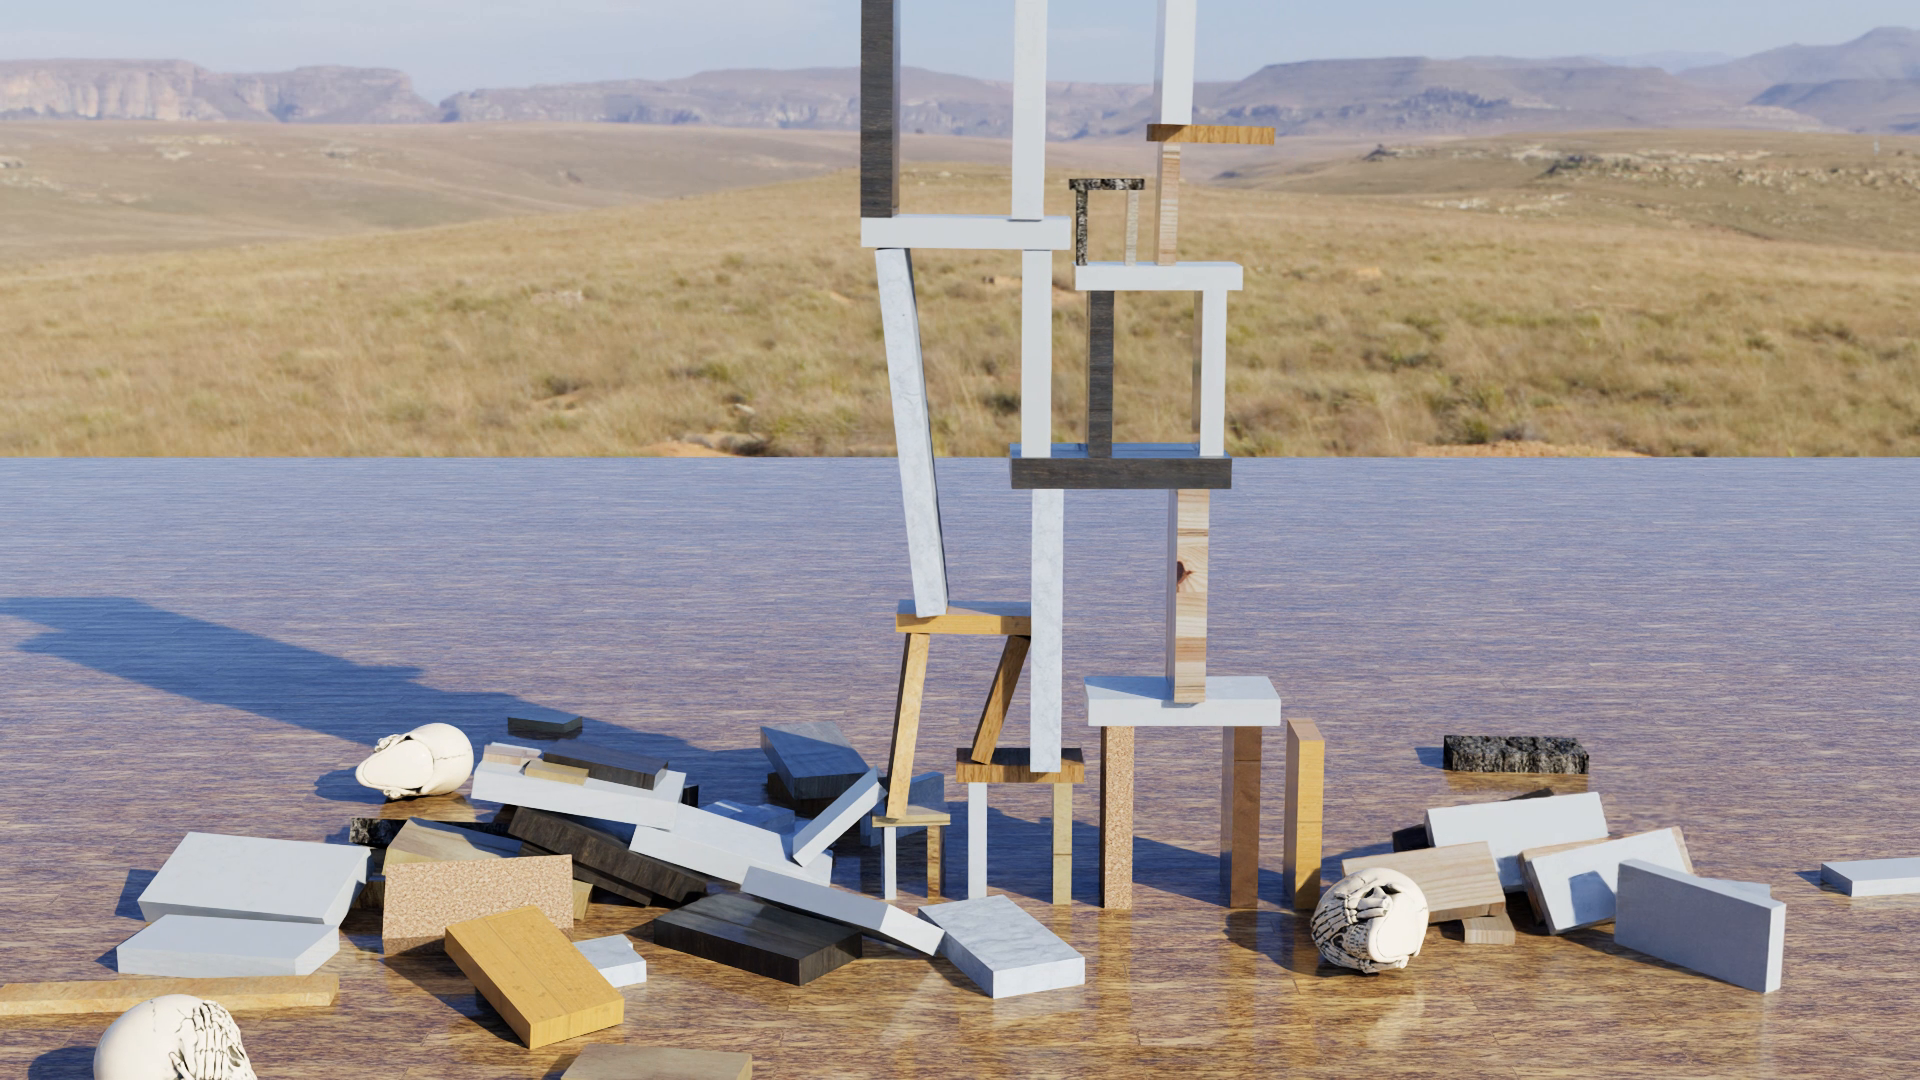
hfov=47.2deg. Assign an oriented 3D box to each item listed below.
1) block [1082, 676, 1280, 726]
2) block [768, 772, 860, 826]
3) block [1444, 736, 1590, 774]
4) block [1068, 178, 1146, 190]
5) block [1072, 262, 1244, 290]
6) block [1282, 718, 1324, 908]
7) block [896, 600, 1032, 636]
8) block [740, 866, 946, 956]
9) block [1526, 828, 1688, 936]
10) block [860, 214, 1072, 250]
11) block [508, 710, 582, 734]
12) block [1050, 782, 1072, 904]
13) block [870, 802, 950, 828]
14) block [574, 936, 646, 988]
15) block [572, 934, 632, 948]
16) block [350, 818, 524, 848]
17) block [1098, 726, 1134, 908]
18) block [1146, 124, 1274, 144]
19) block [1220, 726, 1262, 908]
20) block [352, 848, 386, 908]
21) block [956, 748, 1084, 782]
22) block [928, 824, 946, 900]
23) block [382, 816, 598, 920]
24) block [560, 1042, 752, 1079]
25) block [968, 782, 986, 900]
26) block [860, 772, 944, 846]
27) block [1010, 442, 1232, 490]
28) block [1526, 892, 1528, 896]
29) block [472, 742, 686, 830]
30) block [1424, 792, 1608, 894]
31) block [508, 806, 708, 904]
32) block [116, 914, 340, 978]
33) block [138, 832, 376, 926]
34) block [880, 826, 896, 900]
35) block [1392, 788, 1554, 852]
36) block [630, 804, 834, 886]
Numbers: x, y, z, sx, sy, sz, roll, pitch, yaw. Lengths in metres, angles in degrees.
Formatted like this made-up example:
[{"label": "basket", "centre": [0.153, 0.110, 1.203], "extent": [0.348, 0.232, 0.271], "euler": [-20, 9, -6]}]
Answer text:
[{"label": "block", "centre": [0.361, 0.264, 3.614], "extent": [0.309, 0.044, 0.154], "euler": [0, 11, 0]}, {"label": "block", "centre": [-0.244, 0.481, 4.152], "extent": [0.132, 0.037, 0.265], "euler": [-7, 12, -31]}, {"label": "block", "centre": [1.116, 0.431, 4.423], "extent": [0.265, 0.037, 0.132], "euler": [1, 11, 4]}, {"label": "block", "centre": [0.230, -0.559, 3.457], "extent": [0.116, 0.016, 0.058], "euler": [0, 11, 0]}, {"label": "block", "centre": [0.310, -0.419, 3.485], "extent": [0.260, 0.037, 0.130], "euler": [0, 11, 0]}, {"label": "block", "centre": [0.568, 0.450, 3.642], "extent": [0.040, 0.284, 0.142], "euler": [0, 11, 0]}, {"label": "block", "centre": [0.007, 0.126, 3.591], "extent": [0.218, 0.031, 0.109], "euler": [1, 11, 2]}, {"label": "block", "centre": [-0.184, 0.576, 3.418], "extent": [0.297, 0.042, 0.149], "euler": [7, -19, 40]}, {"label": "block", "centre": [1.036, 0.543, 3.499], "extent": [0.236, 0.118, 0.033], "euler": [-12, -24, -6]}, {"label": "block", "centre": [0.012, -0.488, 3.472], "extent": [0.324, 0.046, 0.162], "euler": [1, 11, 2]}, {"label": "block", "centre": [-0.888, 0.387, 4.705], "extent": [0.141, 0.020, 0.071], "euler": [4, 11, 22]}, {"label": "block", "centre": [0.168, 0.488, 3.651], "extent": [0.029, 0.208, 0.104], "euler": [0, 11, 0]}, {"label": "block", "centre": [-0.083, 0.455, 3.645], "extent": [0.128, 0.018, 0.064], "euler": [-1, 11, -5]}, {"label": "block", "centre": [-0.596, 0.645, 3.282], "extent": [0.228, 0.032, 0.114], "euler": [-6, 12, -29]}, {"label": "block", "centre": [-0.560, 0.632, 3.406], "extent": [0.095, 0.014, 0.048], "euler": [-5, 12, -27]}, {"label": "block", "centre": [-0.886, 0.514, 3.812], "extent": [0.297, 0.042, 0.149], "euler": [1, -12, 7]}, {"label": "block", "centre": [0.259, 0.437, 3.646], "extent": [0.044, 0.309, 0.154], "euler": [0, 11, 0]}, {"label": "block", "centre": [0.391, -0.636, 3.445], "extent": [0.190, 0.027, 0.095], "euler": [2, 11, 0]}, {"label": "block", "centre": [0.464, 0.437, 3.646], "extent": [0.044, 0.309, 0.154], "euler": [0, 11, 0]}, {"label": "block", "centre": [-0.965, 0.565, 3.677], "extent": [0.329, 0.047, 0.165], "euler": [0, 11, 0]}, {"label": "block", "centre": [0.098, 0.371, 3.627], "extent": [0.208, 0.029, 0.104], "euler": [0, 11, 0]}, {"label": "block", "centre": [-0.039, 0.526, 3.663], "extent": [0.018, 0.128, 0.064], "euler": [2, 11, 10]}, {"label": "block", "centre": [-0.763, 0.538, 3.613], "extent": [0.329, 0.047, 0.165], "euler": [13, 10, -3]}, {"label": "block", "centre": [-0.401, 0.713, 2.920], "extent": [0.228, 0.032, 0.114], "euler": [2, 11, 9]}, {"label": "block", "centre": [0.029, 0.488, 3.650], "extent": [0.029, 0.208, 0.104], "euler": [0, 11, 0]}, {"label": "block", "centre": [-0.104, 0.485, 3.976], "extent": [0.027, 0.094, 0.188], "euler": [10, 14, 43]}, {"label": "block", "centre": [0.254, -0.120, 3.533], "extent": [0.346, 0.049, 0.173], "euler": [0, 11, 0]}, {"label": "block", "centre": [1.022, 0.585, 3.633], "extent": [0.154, 0.022, 0.077], "euler": [-1, 10, -7]}, {"label": "block", "centre": [-0.624, 0.404, 3.624], "extent": [0.328, 0.046, 0.164], "euler": [10, 10, -4]}, {"label": "block", "centre": [0.916, 0.500, 3.600], "extent": [0.284, 0.142, 0.040], "euler": [-6, -27, -2]}, {"label": "block", "centre": [-0.574, 0.499, 3.638], "extent": [0.328, 0.046, 0.164], "euler": [23, 9, -6]}, {"label": "block", "centre": [-1.118, 0.626, 3.365], "extent": [0.288, 0.041, 0.144], "euler": [2, 11, 10]}, {"label": "block", "centre": [-1.134, 0.556, 3.552], "extent": [0.329, 0.047, 0.165], "euler": [3, 35, 14]}, {"label": "block", "centre": [-0.119, 0.527, 3.660], "extent": [0.018, 0.128, 0.064], "euler": [-2, 11, -8]}, {"label": "block", "centre": [0.886, 0.509, 3.679], "extent": [0.284, 0.040, 0.142], "euler": [-15, 33, -7]}, {"label": "block", "centre": [-0.377, 0.516, 3.658], "extent": [0.328, 0.046, 0.164], "euler": [18, 10, -5]}]
